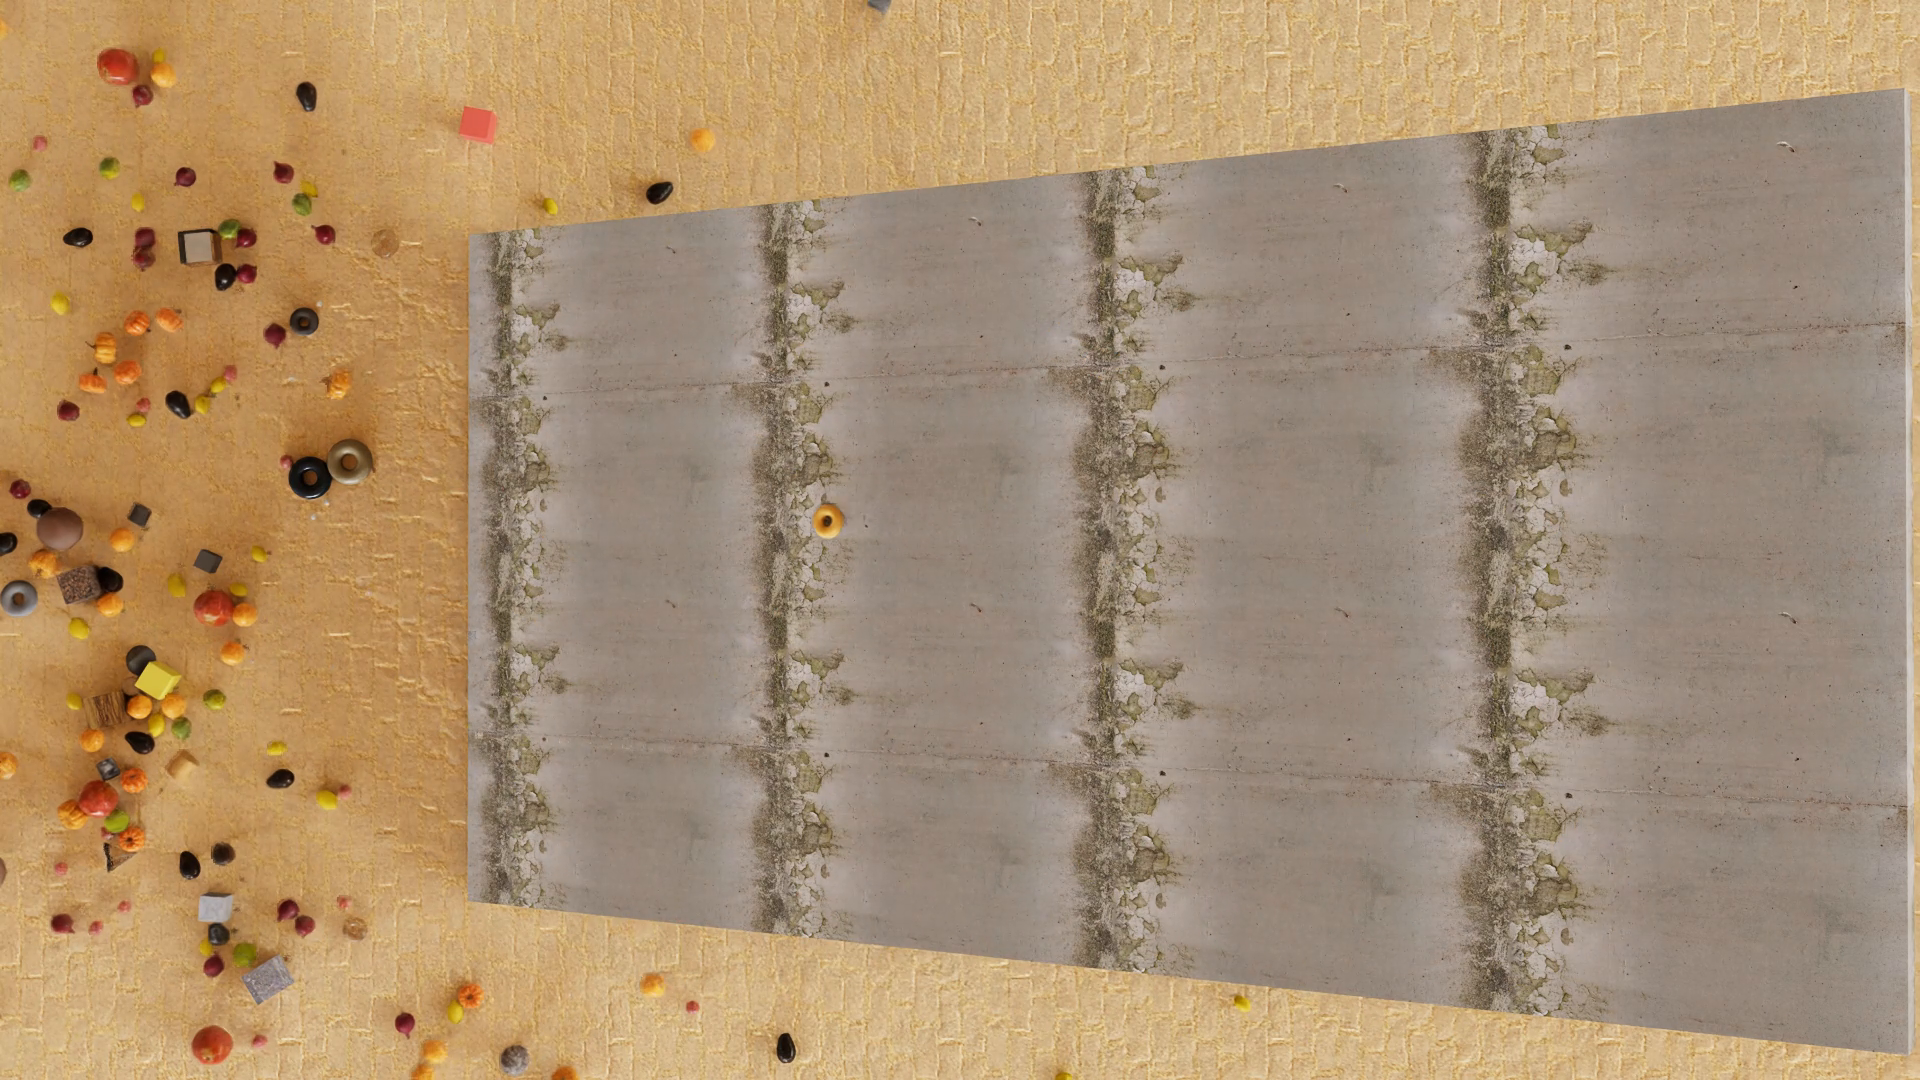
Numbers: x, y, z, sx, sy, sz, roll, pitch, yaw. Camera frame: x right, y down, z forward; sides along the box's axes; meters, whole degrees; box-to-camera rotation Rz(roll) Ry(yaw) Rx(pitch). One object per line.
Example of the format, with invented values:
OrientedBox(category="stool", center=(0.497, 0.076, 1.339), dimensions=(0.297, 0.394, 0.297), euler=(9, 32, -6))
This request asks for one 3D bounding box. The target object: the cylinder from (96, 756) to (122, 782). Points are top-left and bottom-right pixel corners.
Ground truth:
OrientedBox(category="cylinder", center=(-2.576, 0.693, 6.652), dimensions=(0.055, 0.055, 0.055), euler=(-28, 90, 0))

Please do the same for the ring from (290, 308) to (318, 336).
OrientedBox(category="ring", center=(-1.991, -0.663, 6.678), dimensions=(0.087, 0.029, 0.087), euler=(0, 91, -1))

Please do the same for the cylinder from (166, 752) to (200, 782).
OrientedBox(category="cylinder", center=(-2.347, 0.686, 6.646), dimensions=(0.068, 0.068, 0.068), euler=(40, 90, 0))

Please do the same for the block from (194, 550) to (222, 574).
OrientedBox(category="block", center=(-2.277, 0.065, 6.659), dimensions=(0.054, 0.054, 0.054), euler=(26, 90, 0))

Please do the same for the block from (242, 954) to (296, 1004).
OrientedBox(category="block", center=(-2.084, 1.325, 6.625), dimensions=(0.098, 0.098, 0.098), euler=(-31, 90, 0))

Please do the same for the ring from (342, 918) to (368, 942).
OrientedBox(category="ring", center=(-1.833, 1.181, 6.663), dimensions=(0.076, 0.025, 0.076), euler=(0, 88, 0))

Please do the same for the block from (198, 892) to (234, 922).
OrientedBox(category="block", center=(-2.247, 1.108, 6.638), dimensions=(0.075, 0.075, 0.075), euler=(4, 89, 0))

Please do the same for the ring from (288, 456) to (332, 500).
OrientedBox(category="ring", center=(-1.970, -0.188, 6.667), dimensions=(0.131, 0.044, 0.131), euler=(0, 89, -1))

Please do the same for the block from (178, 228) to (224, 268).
OrientedBox(category="block", center=(-2.296, -0.882, 6.646), dimensions=(0.097, 0.097, 0.097), euler=(-6, 89, 0))

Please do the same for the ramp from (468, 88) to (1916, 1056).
OrientedBox(category="ramp", center=(0.266, 0.073, 5.615), dimensions=(4.000, 0.100, 2.000), euler=(0, 89, 31))

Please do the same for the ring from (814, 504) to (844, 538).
OrientedBox(category="ring", center=(-0.354, -0.050, 5.912), dimensions=(0.092, 0.031, 0.092), euler=(-1, 88, 32))

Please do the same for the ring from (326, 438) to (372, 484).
OrientedBox(category="ring", center=(-1.850, -0.237, 6.666), dimensions=(0.140, 0.047, 0.140), euler=(0, 90, 1))

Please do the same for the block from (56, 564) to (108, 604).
OrientedBox(category="block", center=(-2.651, 0.135, 6.638), dimensions=(0.094, 0.094, 0.094), euler=(-19, 89, 0))

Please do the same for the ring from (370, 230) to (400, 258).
OrientedBox(category="ring", center=(-1.746, -0.901, 6.681), dimensions=(0.087, 0.029, 0.087), euler=(0, 89, -1))

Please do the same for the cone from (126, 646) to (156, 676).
OrientedBox(category="cone", center=(-2.489, 0.366, 6.636), dimensions=(0.093, 0.093, 0.093), euler=(0, 89, 0))

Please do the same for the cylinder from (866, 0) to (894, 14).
OrientedBox(category="cylinder", center=(-0.242, -1.635, 6.672), dimensions=(0.059, 0.059, 0.059), euler=(32, 90, 14))

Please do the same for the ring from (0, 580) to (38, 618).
OrientedBox(category="ring", center=(-2.852, 0.178, 6.666), dimensions=(0.114, 0.038, 0.114), euler=(0, 90, 1))

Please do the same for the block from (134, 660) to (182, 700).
OrientedBox(category="block", center=(-2.420, 0.423, 6.641), dimensions=(0.083, 0.083, 0.083), euler=(32, 90, 0))

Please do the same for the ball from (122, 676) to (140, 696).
OrientedBox(category="ball", center=(-2.506, 0.443, 6.653), dimensions=(0.058, 0.058, 0.058), euler=(0, 89, 0))

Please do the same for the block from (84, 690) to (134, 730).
OrientedBox(category="block", center=(-2.567, 0.512, 6.634), dimensions=(0.095, 0.095, 0.095), euler=(-14, 89, 0))

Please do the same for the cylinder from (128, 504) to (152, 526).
OrientedBox(category="cylinder", center=(-2.483, -0.076, 6.661), dimensions=(0.052, 0.052, 0.052), euler=(35, 78, 0))

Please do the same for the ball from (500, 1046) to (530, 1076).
OrientedBox(category="ball", center=(-1.340, 1.569, 6.628), dimensions=(0.088, 0.088, 0.088), euler=(0, 89, 0))

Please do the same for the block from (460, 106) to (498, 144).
OrientedBox(category="block", center=(-1.457, -1.255, 6.656), dimensions=(0.085, 0.085, 0.085), euler=(11, 89, 0))
